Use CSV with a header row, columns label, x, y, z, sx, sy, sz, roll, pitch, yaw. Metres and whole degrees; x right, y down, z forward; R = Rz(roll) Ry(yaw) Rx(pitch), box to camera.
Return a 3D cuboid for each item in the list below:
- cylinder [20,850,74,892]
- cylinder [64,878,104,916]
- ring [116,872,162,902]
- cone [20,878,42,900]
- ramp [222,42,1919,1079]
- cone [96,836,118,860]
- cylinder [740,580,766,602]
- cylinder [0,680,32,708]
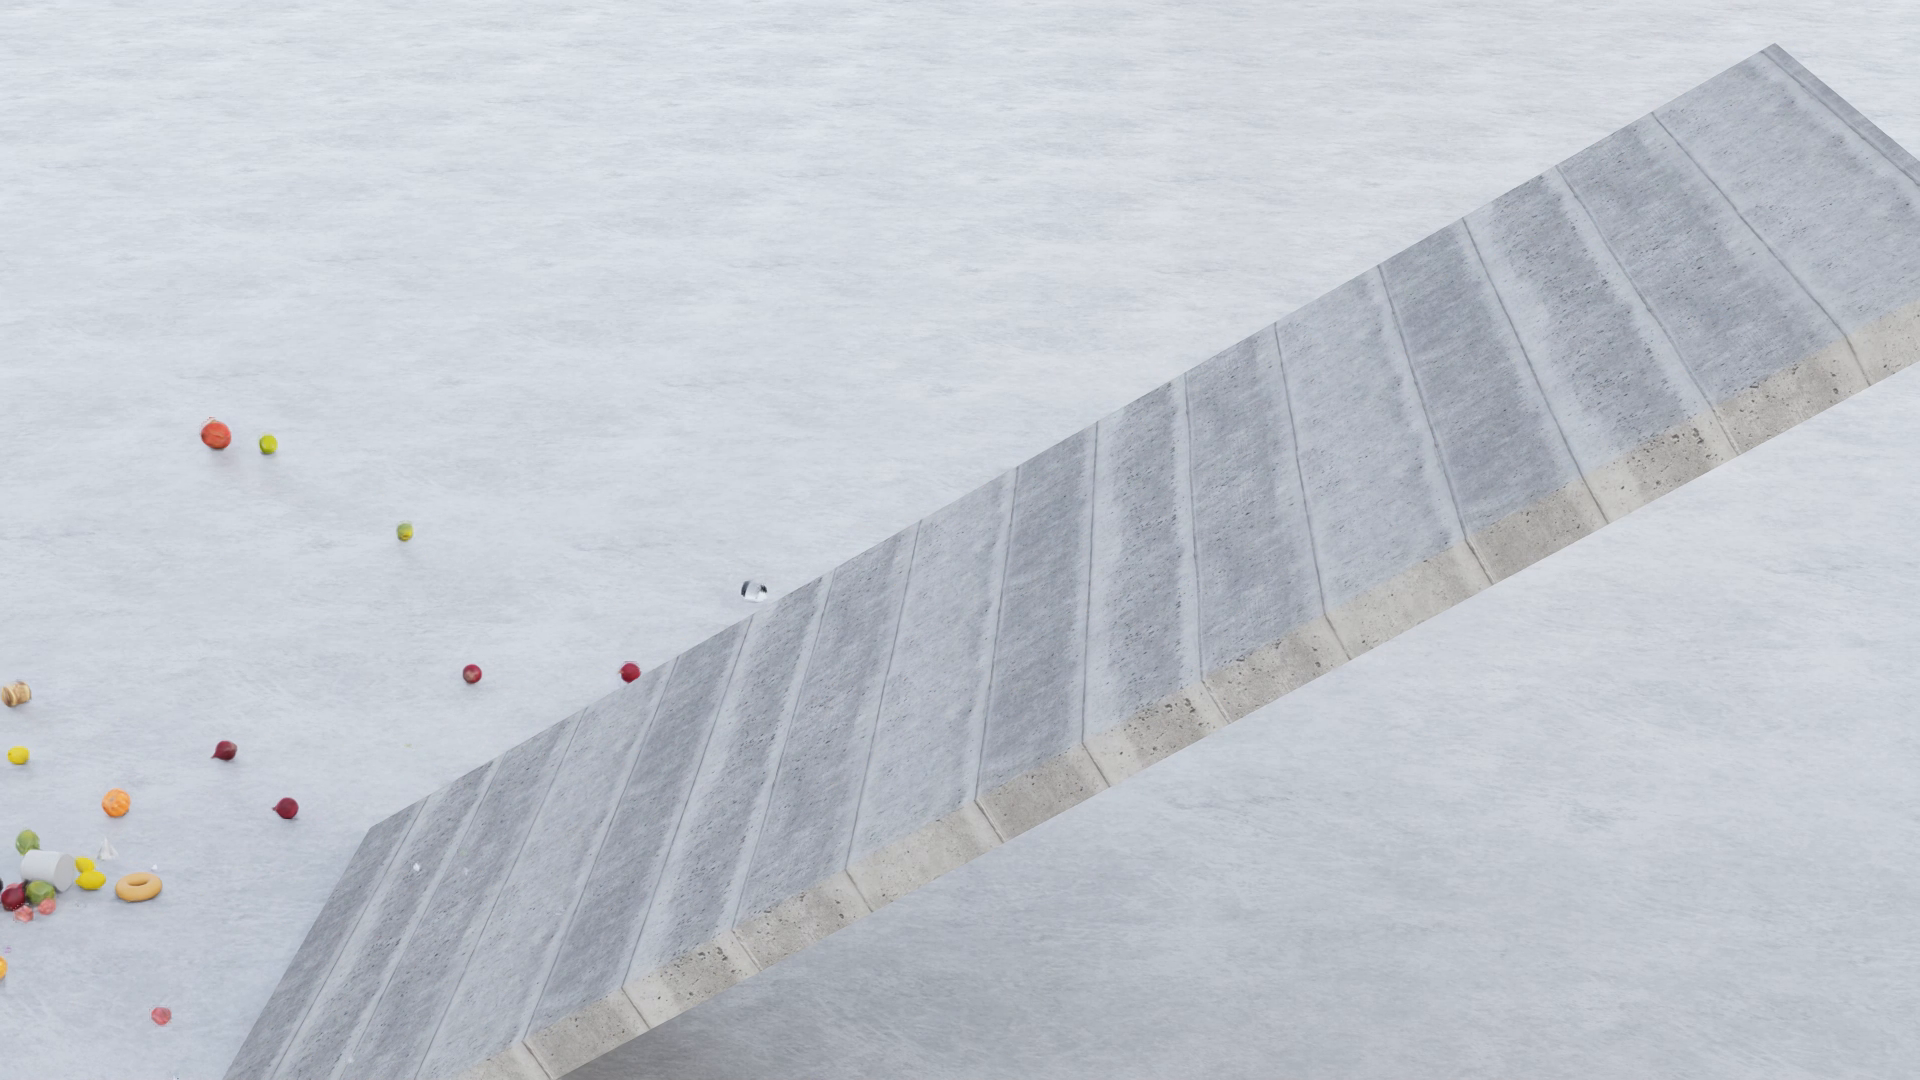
label,x,y,z,sx,sy,sz,roll,pitch,yaw
cylinder,-2.325,0.842,7.495,0.097,0.097,0.097,5,20,14
cylinder,-2.202,0.916,7.399,0.096,0.096,0.096,3,14,-1
ring,-2.086,0.881,7.471,0.117,0.039,0.117,0,20,0
cone,-2.349,0.892,7.461,0.053,0.053,0.053,20,8,-30
ramp,0.142,0.168,6.287,4.000,0.100,2.000,-29,15,12
cone,-2.230,0.798,7.680,0.057,0.057,0.057,0,19,0
cylinder,-0.667,0.166,9.498,0.060,0.060,0.060,13,23,34
cylinder,-2.781,0.454,8.665,0.063,0.063,0.063,14,23,34
